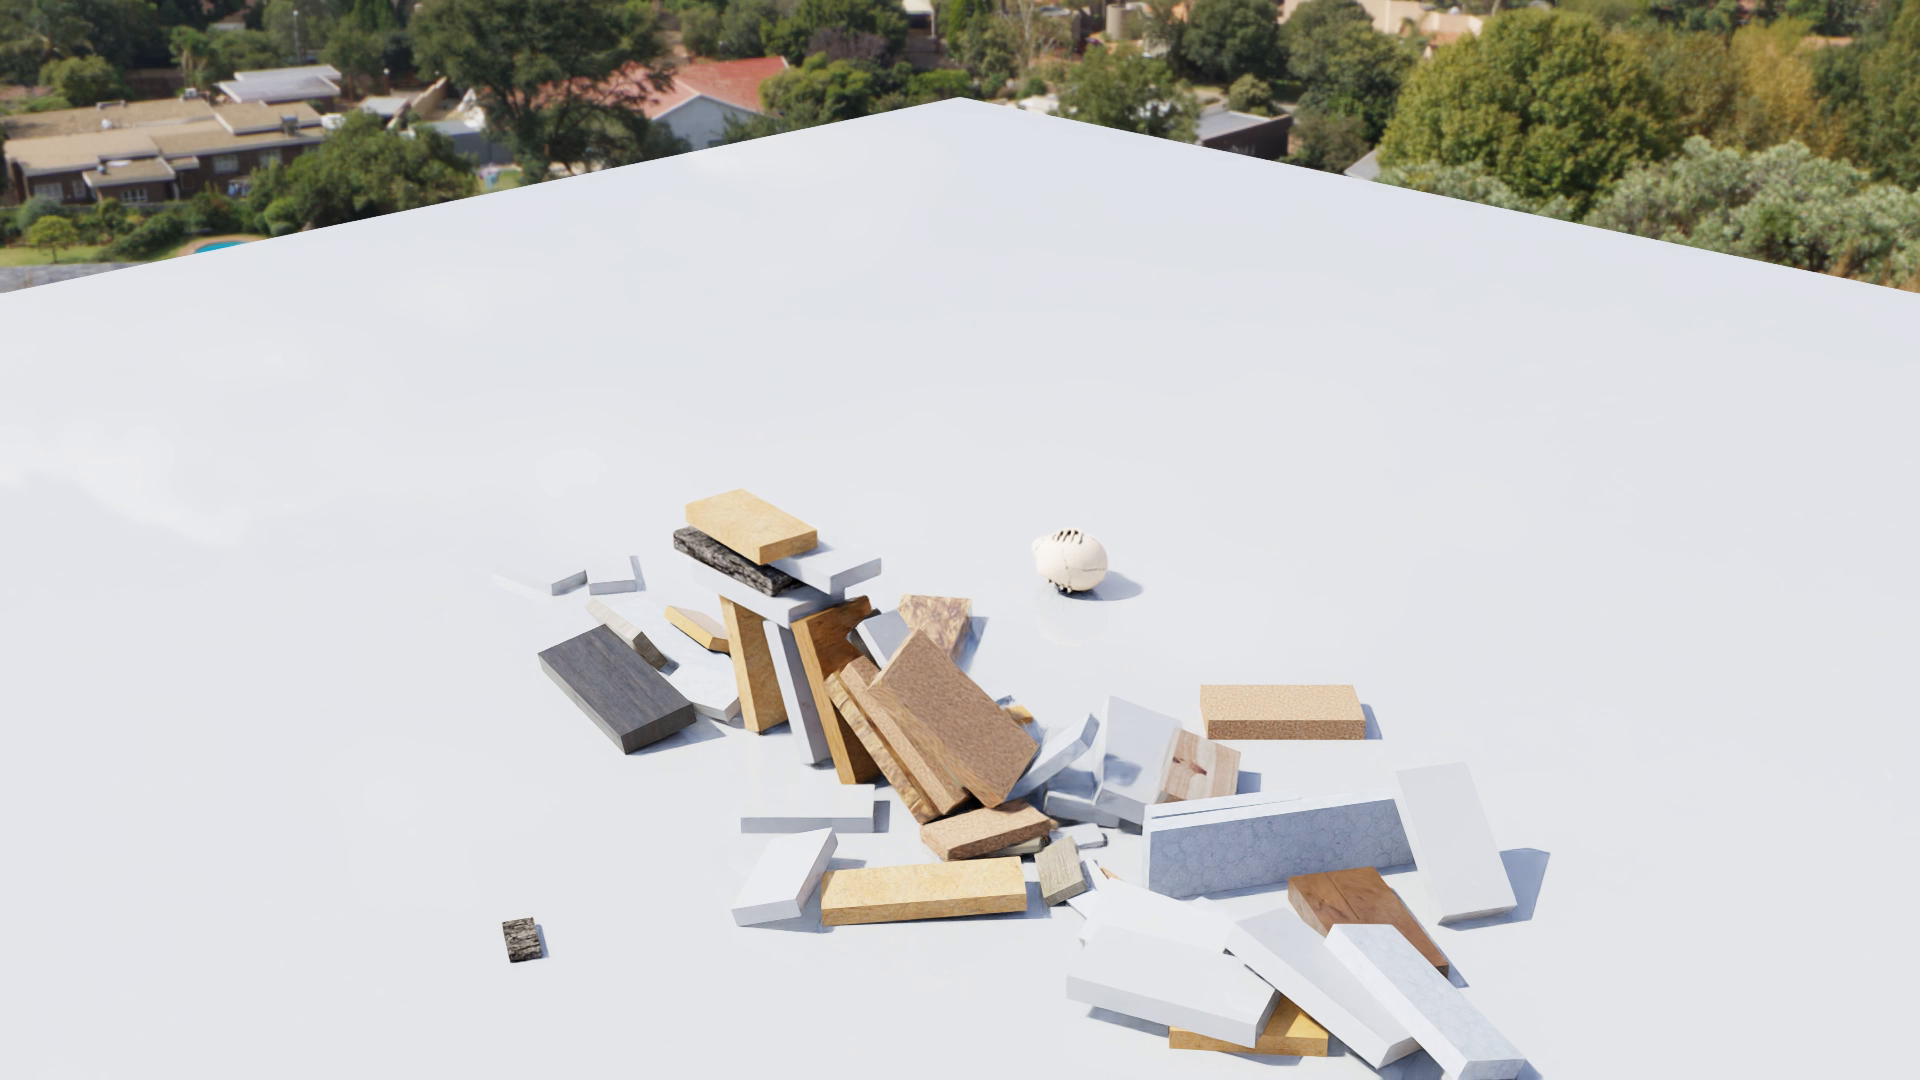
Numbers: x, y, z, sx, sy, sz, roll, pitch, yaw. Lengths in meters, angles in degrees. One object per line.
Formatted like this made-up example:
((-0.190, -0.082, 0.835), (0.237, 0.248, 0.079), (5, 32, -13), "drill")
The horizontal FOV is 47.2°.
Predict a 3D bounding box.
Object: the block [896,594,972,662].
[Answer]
((-0.082, 0.223, 5.173), (0.169, 0.048, 0.338), (4, 23, 9), "block")

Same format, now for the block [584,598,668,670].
((-0.776, 0.218, 5.103), (0.032, 0.114, 0.228), (-46, 41, -14), "block")

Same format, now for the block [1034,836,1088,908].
((0.192, 0.631, 4.200), (0.082, 0.023, 0.164), (-26, 23, 6), "block")

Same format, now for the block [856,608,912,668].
((-0.120, 0.237, 4.439), (0.096, 0.027, 0.193), (-19, 70, -42), "block")

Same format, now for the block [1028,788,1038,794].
((0.101, 0.483, 4.592), (0.082, 0.023, 0.164), (-5, 24, -12), "block")

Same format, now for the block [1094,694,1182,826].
((0.371, 0.460, 4.540), (0.169, 0.048, 0.419), (20, 23, -3), "block")

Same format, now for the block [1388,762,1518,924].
((0.928, 0.569, 4.153), (0.149, 0.042, 0.298), (-6, 59, -14), "block")

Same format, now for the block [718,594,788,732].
((-0.421, 0.241, 4.787), (0.158, 0.316, 0.045), (-21, 17, -41), "block")

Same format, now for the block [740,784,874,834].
((-0.305, 0.542, 4.435), (0.262, 0.037, 0.131), (0, 23, 0), "block")

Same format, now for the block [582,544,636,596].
((-0.887, 0.074, 5.545), (0.114, 0.032, 0.228), (-5, 24, -13), "block")

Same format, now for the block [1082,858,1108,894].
((0.250, 0.649, 4.178), (0.052, 0.015, 0.104), (-29, 34, -8), "block")

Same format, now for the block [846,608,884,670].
((-0.132, 0.233, 4.477), (0.193, 0.027, 0.096), (43, 44, 3), "block")

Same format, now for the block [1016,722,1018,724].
((-0.009, 0.358, 4.833), (0.114, 0.032, 0.352), (-12, 26, -26), "block")

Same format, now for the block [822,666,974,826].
((-0.110, 0.396, 4.492), (0.177, 0.050, 0.355), (-23, 72, -43), "block")

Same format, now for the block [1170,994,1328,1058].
((0.492, 0.824, 3.770), (0.265, 0.037, 0.132), (2, 23, 5), "block")

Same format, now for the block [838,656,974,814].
((-0.070, 0.369, 4.467), (0.177, 0.050, 0.355), (-26, 73, -44), "block")

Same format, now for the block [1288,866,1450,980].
((0.741, 0.713, 4.018), (0.169, 0.048, 0.338), (-5, 24, -12), "block")

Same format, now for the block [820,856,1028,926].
((-0.070, 0.660, 4.135), (0.380, 0.037, 0.131), (-4, 23, -2), "block")

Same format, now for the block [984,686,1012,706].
((0.053, 0.358, 4.896), (0.115, 0.016, 0.058), (-20, 30, -39), "block")

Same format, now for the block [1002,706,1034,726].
((0.045, 0.399, 4.800), (0.225, 0.016, 0.058), (-9, 25, -21), "block")

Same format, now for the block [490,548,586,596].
((-1.061, 0.079, 5.535), (0.228, 0.032, 0.114), (18, 29, 35), "block")

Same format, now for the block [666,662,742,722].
((-0.563, 0.335, 4.873), (0.215, 0.030, 0.108), (12, 41, 37), "block")

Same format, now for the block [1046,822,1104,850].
((0.227, 0.588, 4.340), (0.103, 0.015, 0.051), (-7, 39, -17), "block")

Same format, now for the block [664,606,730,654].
((-0.597, 0.212, 5.165), (0.108, 0.030, 0.215), (15, 9, -41), "block")

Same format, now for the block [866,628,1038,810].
((-0.012, 0.356, 4.379), (0.049, 0.344, 0.172), (-39, 10, 45), "block")

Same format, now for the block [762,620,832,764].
((-0.305, 0.298, 4.658), (0.045, 0.316, 0.158), (-5, 13, 46), "block")

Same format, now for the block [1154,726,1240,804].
((0.484, 0.486, 4.462), (0.149, 0.042, 0.298), (22, 23, 2), "block")

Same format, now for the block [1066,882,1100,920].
((0.245, 0.682, 4.109), (0.052, 0.015, 0.104), (-35, 35, -16), "block")

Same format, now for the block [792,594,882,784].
((-0.220, 0.312, 4.584), (0.177, 0.355, 0.050), (-23, 8, -42), "block")

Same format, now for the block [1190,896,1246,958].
((0.500, 0.736, 3.979), (0.265, 0.037, 0.132), (21, 30, 40), "block")

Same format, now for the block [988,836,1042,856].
((0.107, 0.598, 4.296), (0.103, 0.015, 0.051), (-7, 9, 10), "block")

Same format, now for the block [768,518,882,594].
((-0.315, 0.029, 4.618), (0.144, 0.041, 0.289), (-21, 32, -40), "block")

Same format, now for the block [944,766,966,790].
((-0.011, 0.402, 4.425), (0.096, 0.027, 0.193), (-17, 68, -42), "block")

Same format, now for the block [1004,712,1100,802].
((0.178, 0.443, 4.428), (0.228, 0.032, 0.114), (-38, 8, 25), "block")

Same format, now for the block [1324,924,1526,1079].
((0.785, 0.780, 3.731), (0.149, 0.042, 0.359), (8, 25, -37), "block")

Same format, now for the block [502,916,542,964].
((-0.801, 0.730, 4.018), (0.058, 0.016, 0.115), (-7, 24, -16), "block")

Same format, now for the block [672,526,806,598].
((-0.454, 0.031, 4.707), (0.144, 0.041, 0.333), (-21, 32, -40), "block")

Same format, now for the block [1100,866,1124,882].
((0.285, 0.659, 4.190), (0.052, 0.015, 0.103), (-16, 28, -34), "block")

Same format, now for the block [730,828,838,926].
((-0.330, 0.636, 4.166), (0.131, 0.037, 0.262), (-12, 19, 18), "block")

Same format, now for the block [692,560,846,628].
((-0.409, 0.093, 4.675), (0.158, 0.045, 0.316), (-21, 32, -40), "block")

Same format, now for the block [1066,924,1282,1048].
((0.372, 0.765, 3.791), (0.338, 0.048, 0.169), (11, 27, 22), "block")

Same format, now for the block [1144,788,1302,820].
((0.503, 0.570, 4.225), (0.302, 0.151, 0.043), (-5, 24, -12), "block")

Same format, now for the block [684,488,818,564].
((-0.443, -0.031, 4.645), (0.144, 0.041, 0.289), (-18, 29, -34), "block")

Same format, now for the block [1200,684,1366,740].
((0.703, 0.376, 4.813), (0.338, 0.048, 0.169), (0, 23, 0), "block")

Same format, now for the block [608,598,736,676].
((-0.645, 0.256, 5.118), (0.108, 0.030, 0.576), (-16, 28, -32), "block")

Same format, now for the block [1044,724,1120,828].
((0.250, 0.484, 4.527), (0.151, 0.043, 0.302), (12, 23, -3), "block")

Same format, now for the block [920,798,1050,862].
((0.049, 0.569, 4.310), (0.228, 0.032, 0.114), (-13, 22, -27), "block")

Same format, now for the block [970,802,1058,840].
((0.106, 0.562, 4.407), (0.164, 0.023, 0.082), (20, 30, 39), "block")

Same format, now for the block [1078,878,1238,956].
((0.359, 0.710, 3.959), (0.265, 0.037, 0.132), (15, 58, 31), "block")

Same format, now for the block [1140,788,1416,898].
((0.634, 0.576, 4.210), (0.588, 0.151, 0.043), (-6, 23, -13), "block")

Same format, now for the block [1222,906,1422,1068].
((0.629, 0.757, 3.747), (0.338, 0.048, 0.169), (36, 23, 32), "block")

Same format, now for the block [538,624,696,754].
((-0.768, 0.326, 4.889), (0.172, 0.049, 0.472), (-24, 31, -23), "block")
